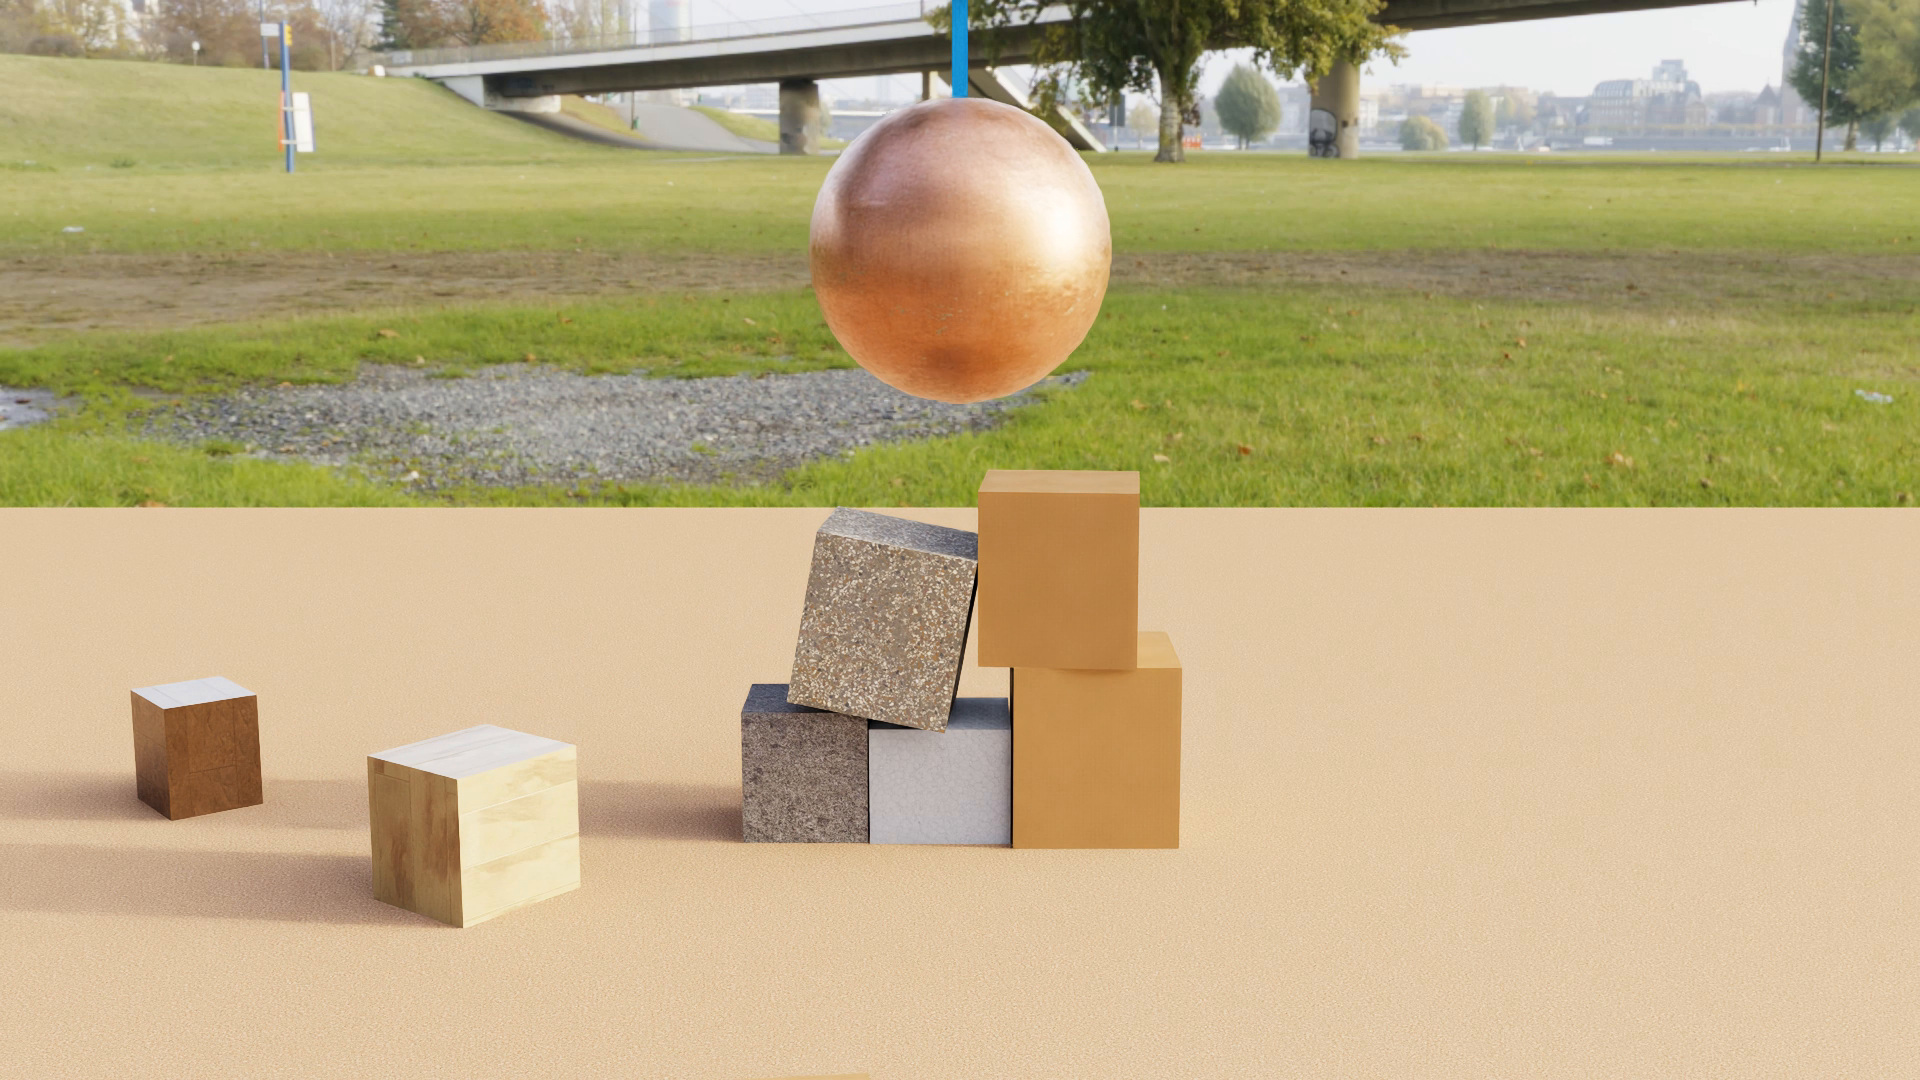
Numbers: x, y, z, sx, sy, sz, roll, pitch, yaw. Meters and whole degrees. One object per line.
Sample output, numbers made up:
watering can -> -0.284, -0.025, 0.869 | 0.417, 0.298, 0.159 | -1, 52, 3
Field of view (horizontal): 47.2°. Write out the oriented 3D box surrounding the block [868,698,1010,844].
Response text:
block -> -0.100, 1.185, 11.381 | 0.711, 0.596, 0.648 | 0, 10, 0

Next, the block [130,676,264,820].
block -> -4.091, 1.108, 11.787 | 0.492, 0.603, 0.525 | -8, 13, -38

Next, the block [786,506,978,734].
block -> -0.359, 0.390, 11.248 | 0.802, 0.877, 0.823 | 11, 10, 2

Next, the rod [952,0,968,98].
rod -> 0.000, -4.780, 10.600 | 0.080, 5.200, 0.080 | 0, 17, 0

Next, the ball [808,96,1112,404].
ball -> 0.000, -1.521, 11.570 | 1.600, 1.600, 1.600 | 0, 10, 0

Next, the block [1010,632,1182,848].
block -> 0.682, 1.017, 11.363 | 0.833, 0.933, 0.831 | 0, 10, 0

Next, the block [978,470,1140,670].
block -> 0.509, 0.136, 11.150 | 0.787, 0.878, 0.741 | 1, 10, 4

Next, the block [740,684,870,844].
block -> -0.780, 1.146, 11.369 | 0.632, 0.678, 0.612 | 0, 10, 0

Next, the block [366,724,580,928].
block -> -2.277, 1.325, 10.326 | 0.638, 0.698, 0.710 | 8, 13, 37

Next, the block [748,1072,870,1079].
block -> -0.525, 2.045, 6.847 | 0.535, 0.526, 0.604 | -1, 10, -7
